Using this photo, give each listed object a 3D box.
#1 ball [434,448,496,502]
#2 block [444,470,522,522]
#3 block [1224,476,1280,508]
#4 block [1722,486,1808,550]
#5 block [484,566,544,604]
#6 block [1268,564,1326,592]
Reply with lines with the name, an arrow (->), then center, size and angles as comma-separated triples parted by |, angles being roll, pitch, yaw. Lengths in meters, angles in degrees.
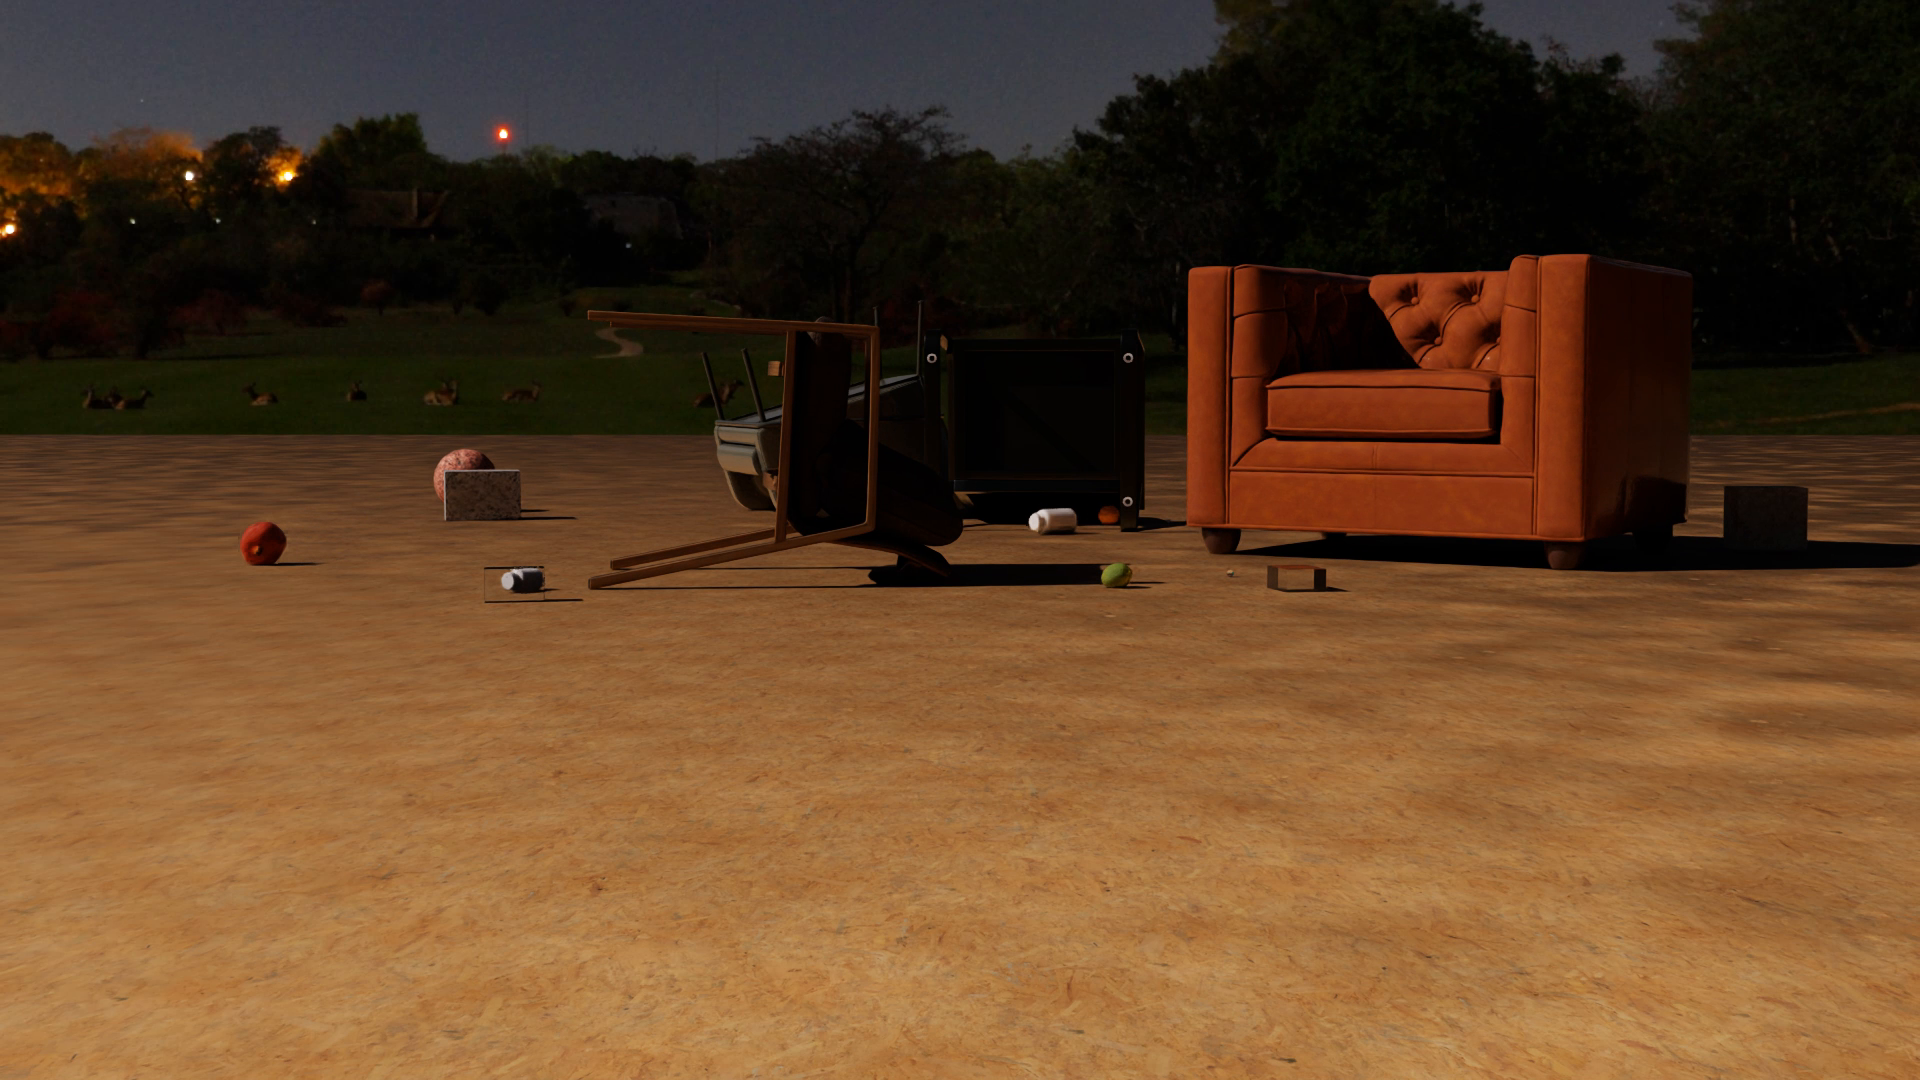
ball -> -1.814, -0.220, 8.070 | 0.230, 0.230, 0.230 | 0, 4, 0
block -> -1.649, -0.156, 7.587 | 0.252, 0.168, 0.172 | -1, 4, -15
block -> 1.110, -0.182, 8.362 | 0.197, 0.114, 0.161 | 0, 4, 1
block -> 2.264, -0.062, 6.183 | 0.191, 0.174, 0.130 | 0, 4, 2
block -> -0.943, 0.094, 4.656 | 0.124, 0.071, 0.058 | -1, 4, -12
block -> 0.753, 0.086, 4.920 | 0.093, 0.051, 0.120 | -1, 4, -13
